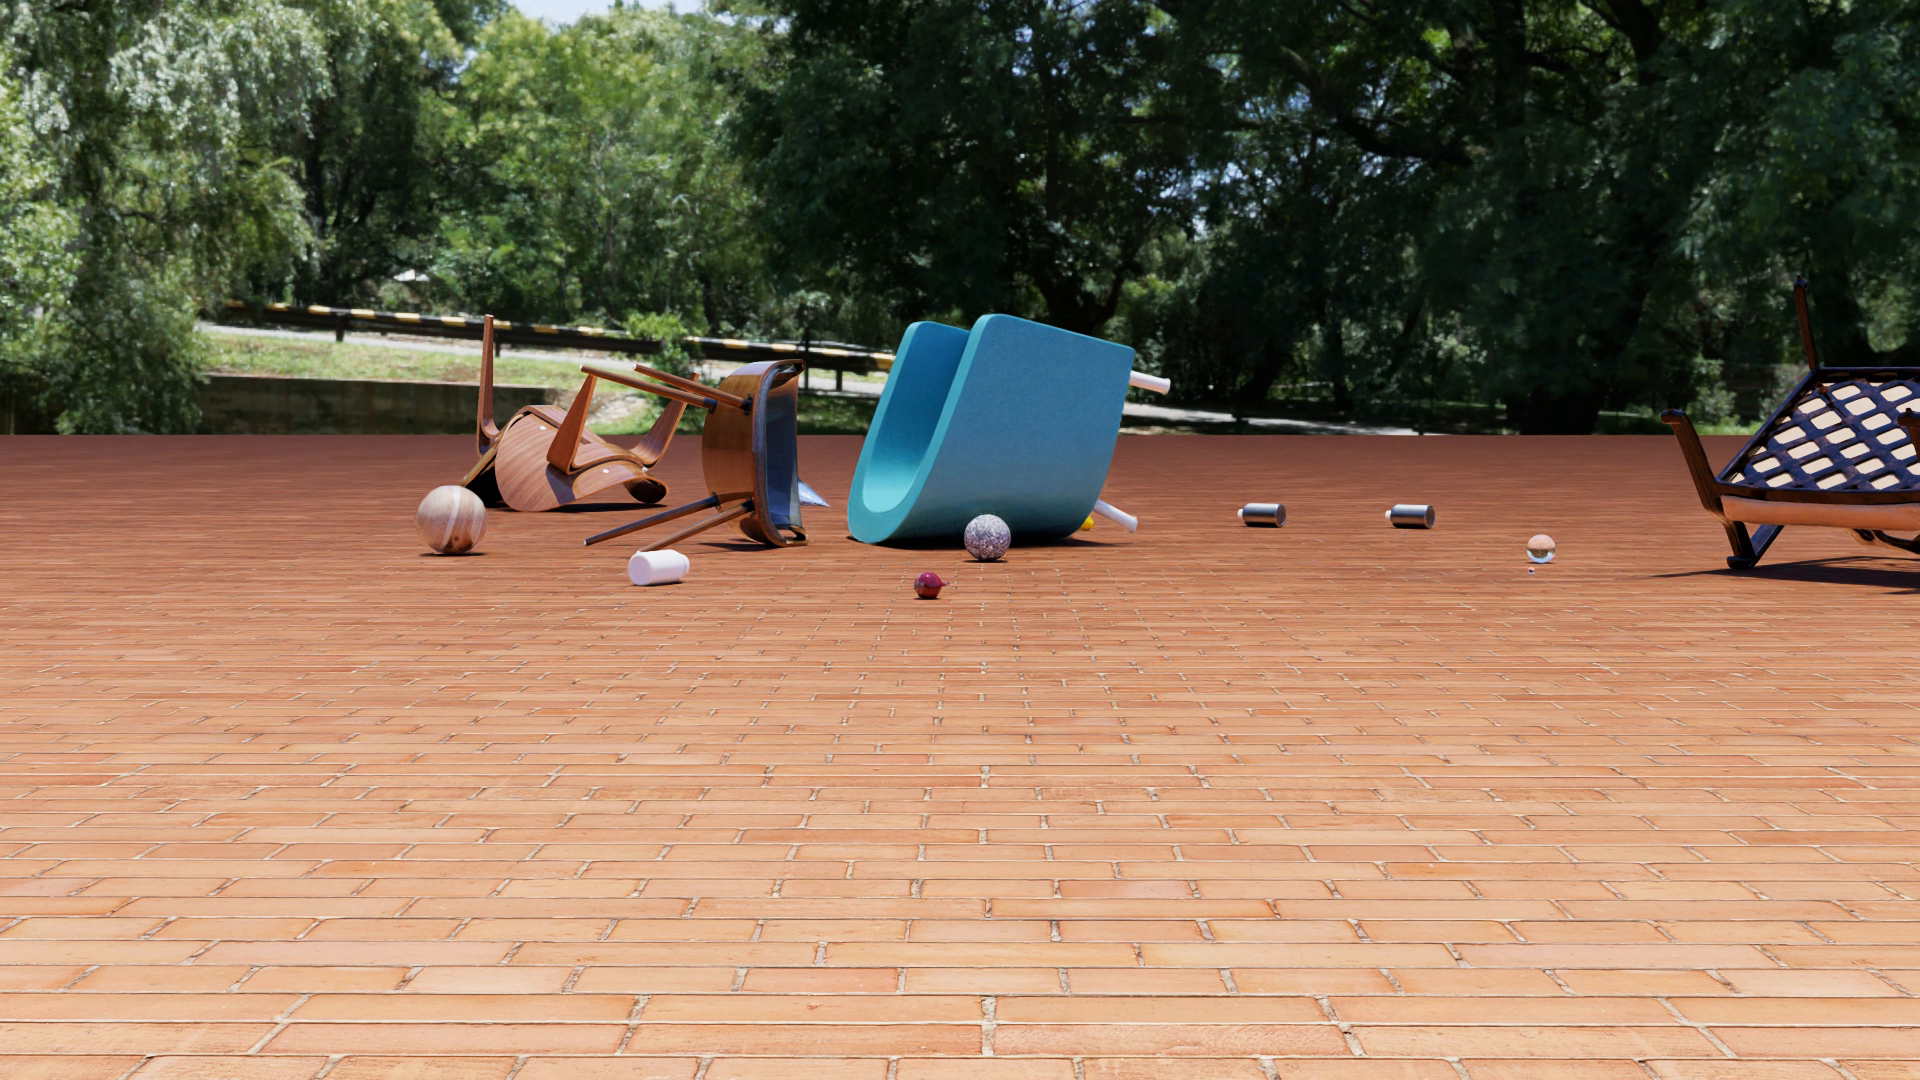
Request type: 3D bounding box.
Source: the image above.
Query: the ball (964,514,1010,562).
[{"bbox_3d":[0.071,-0.005,5.729,0.123,0.123,0.123,0,4,0],"label":"ball"}]

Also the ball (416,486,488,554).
[{"bbox_3d":[-1.378,-0.055,5.963,0.189,0.189,0.189,0,4,0],"label":"ball"}]

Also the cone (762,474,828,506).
[{"bbox_3d":[-0.595,-0.165,8.511,0.254,0.123,0.243,20,11,36],"label":"cone"}]

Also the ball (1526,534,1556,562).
[{"bbox_3d":[1.501,0.022,5.679,0.075,0.075,0.075,0,4,0],"label":"ball"}]
